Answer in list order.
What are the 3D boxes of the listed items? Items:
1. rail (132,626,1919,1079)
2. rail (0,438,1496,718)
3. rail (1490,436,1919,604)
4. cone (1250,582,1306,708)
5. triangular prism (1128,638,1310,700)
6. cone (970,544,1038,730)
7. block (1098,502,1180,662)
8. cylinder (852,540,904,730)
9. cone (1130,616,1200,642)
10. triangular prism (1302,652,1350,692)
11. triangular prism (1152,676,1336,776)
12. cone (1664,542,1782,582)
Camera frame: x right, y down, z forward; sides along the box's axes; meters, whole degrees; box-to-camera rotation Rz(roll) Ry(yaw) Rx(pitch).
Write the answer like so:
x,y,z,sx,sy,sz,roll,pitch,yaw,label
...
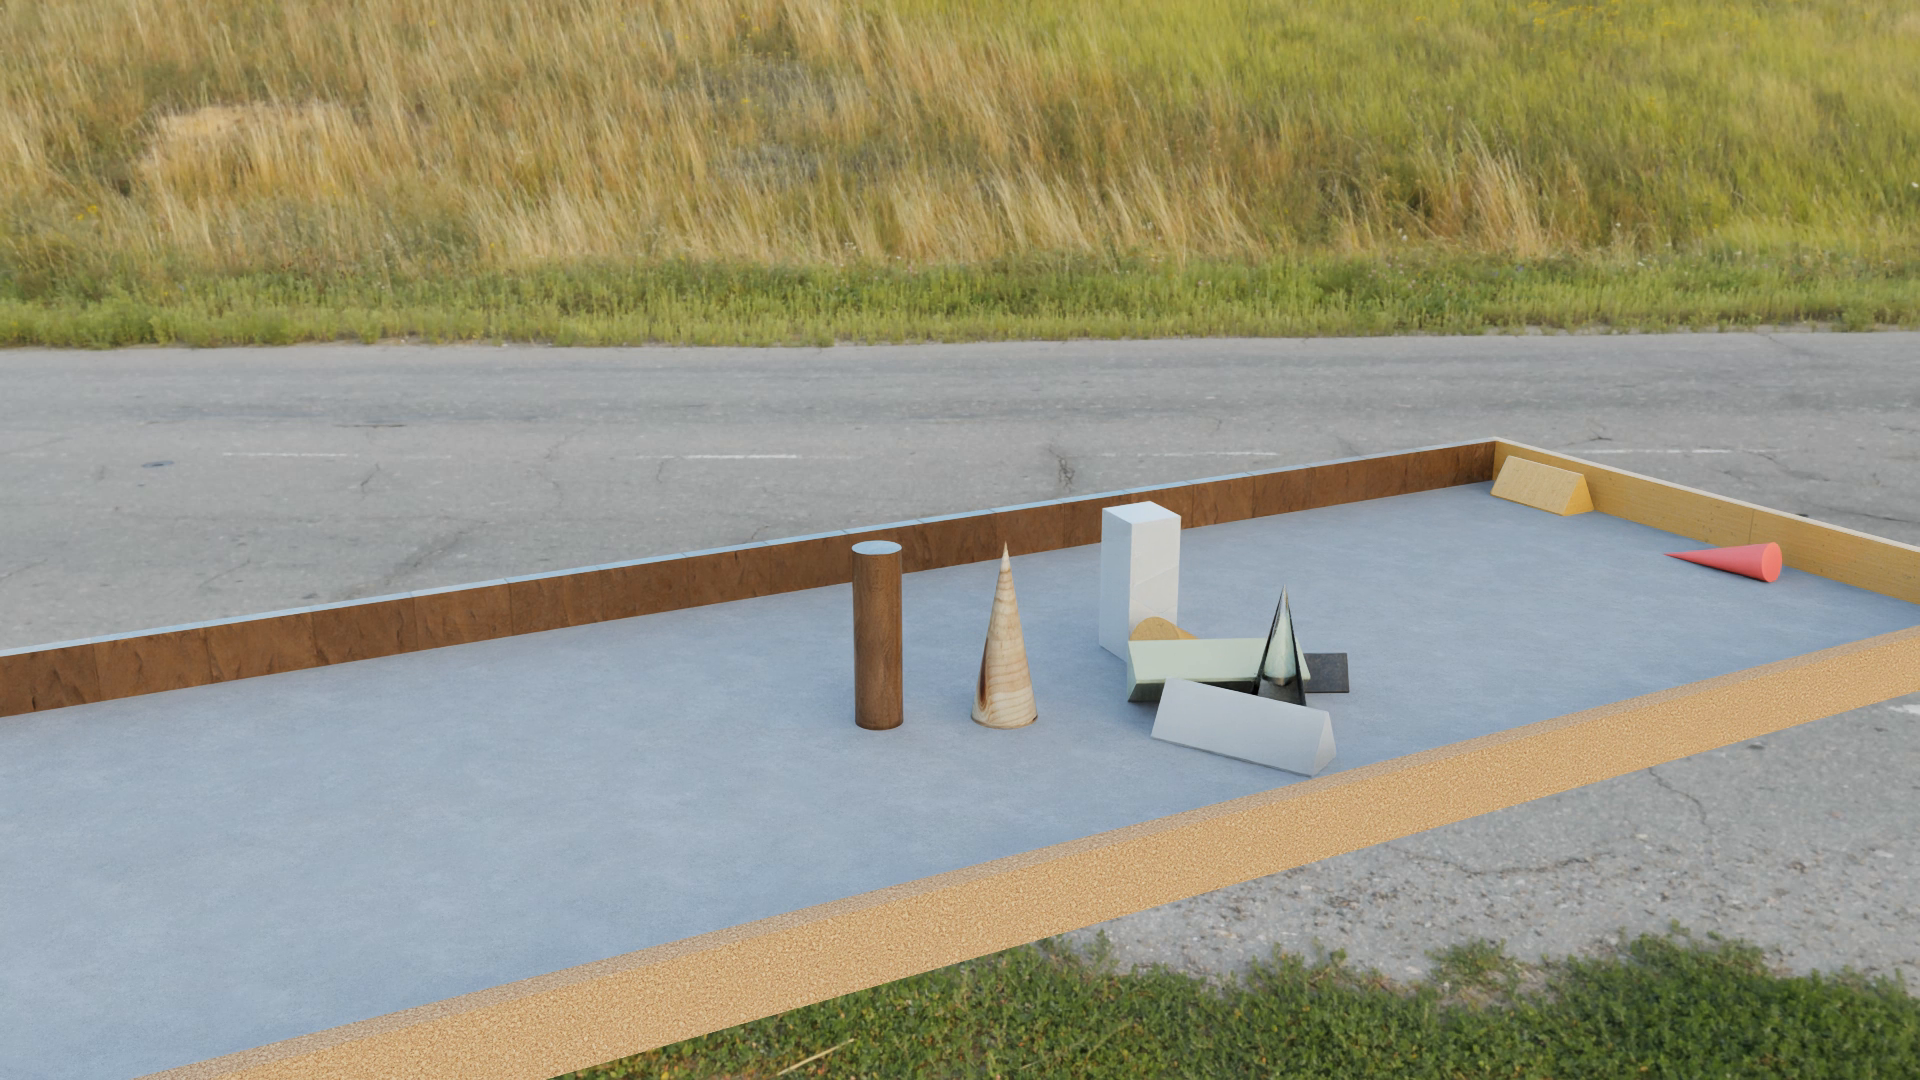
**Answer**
x,y,z,sx,sy,sz,roll,pitch,yaw,label
-2.336,1.006,1.665,12.000,0.150,0.050,-9,18,-27,rail
-3.305,0.497,3.399,12.000,0.150,0.050,-9,18,-27,rail
2.466,-0.048,5.253,0.050,0.150,2.100,-9,18,-27,rail
0.744,0.265,3.825,0.157,0.355,0.157,0,16,0,cone
0.617,0.300,3.989,0.416,0.127,0.147,-1,-23,-4,triangular prism
0.105,0.210,3.865,0.160,0.438,0.160,0,16,0,cone
0.467,0.108,4.302,0.146,0.379,0.146,-9,20,-24,block
-0.191,0.223,3.838,0.114,0.428,0.114,0,16,0,cylinder
0.595,0.289,4.224,0.304,0.171,0.171,6,8,-43,cone
0.793,0.321,4.100,0.333,0.086,0.099,0,16,-1,triangular prism
0.642,0.407,3.731,0.390,0.127,0.147,11,19,32,triangular prism
2.318,0.056,5.061,0.119,0.119,0.351,-12,11,-35,cone
